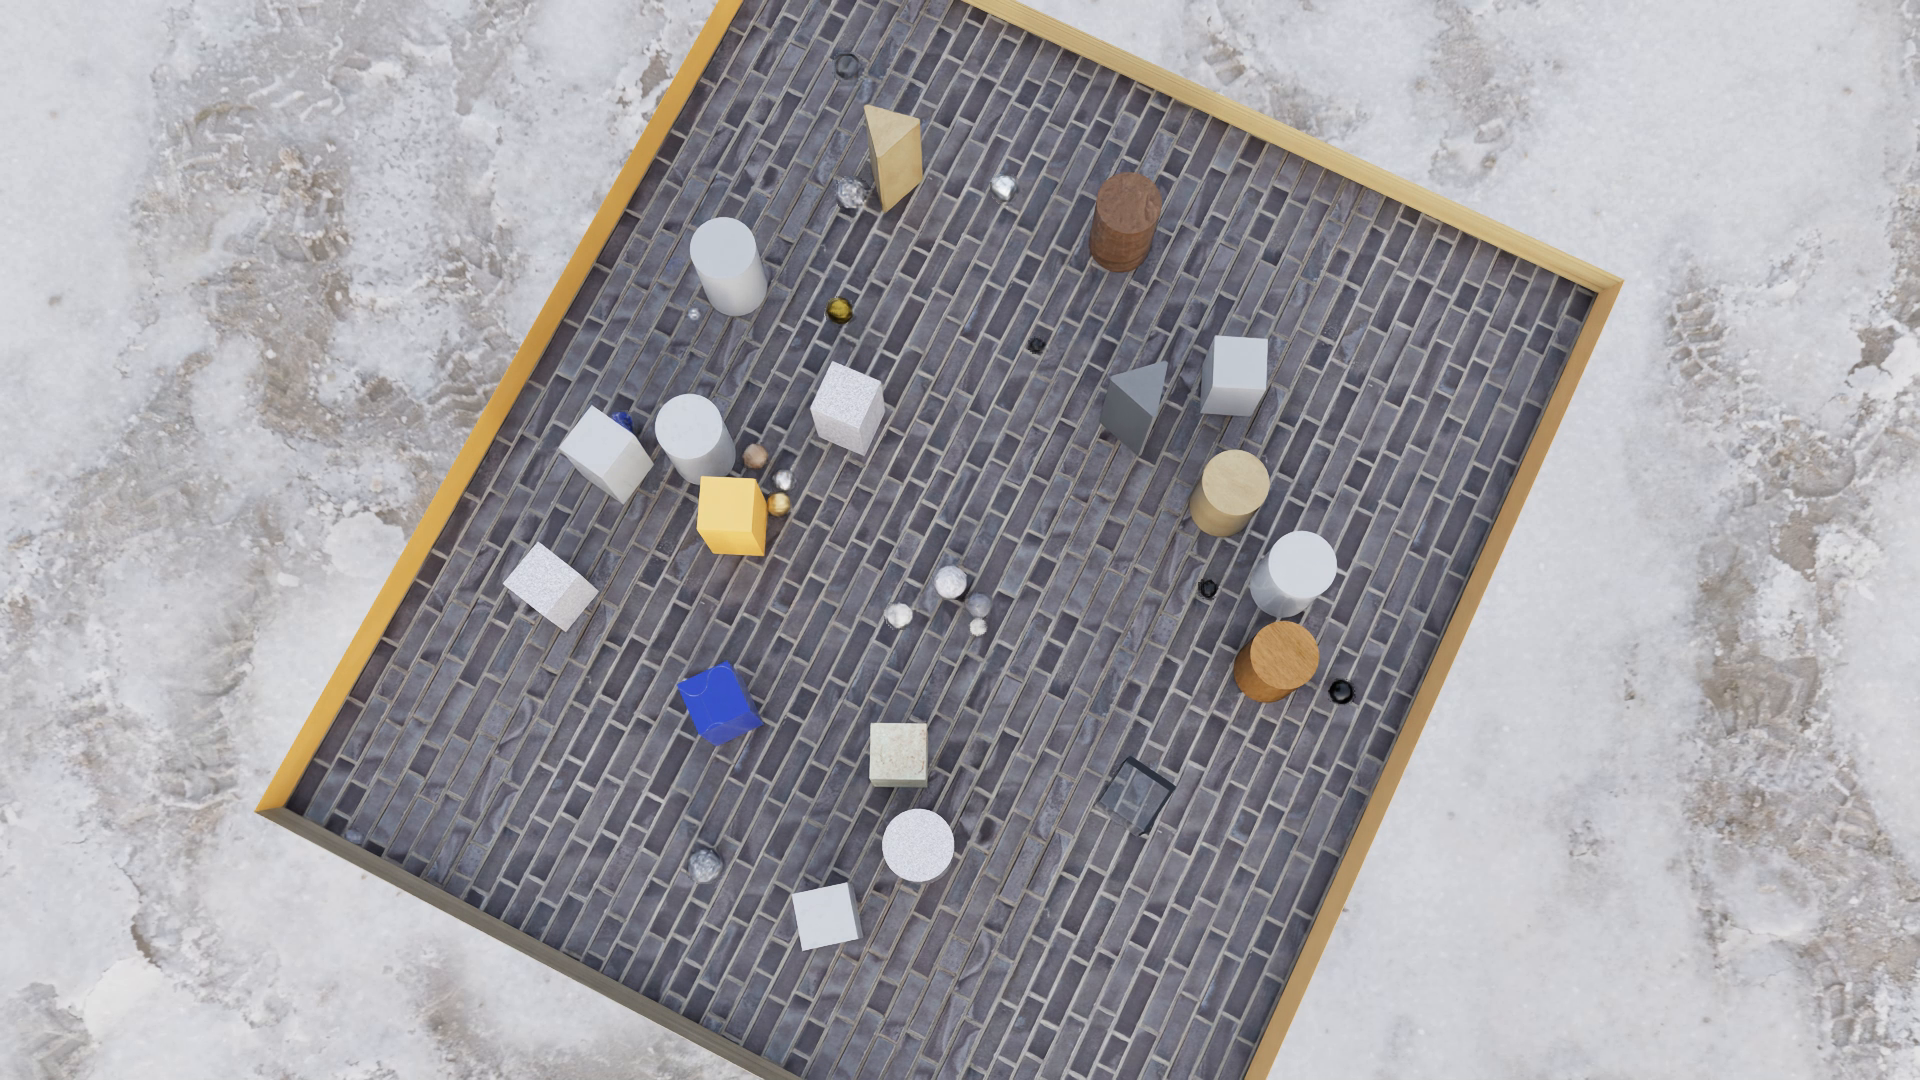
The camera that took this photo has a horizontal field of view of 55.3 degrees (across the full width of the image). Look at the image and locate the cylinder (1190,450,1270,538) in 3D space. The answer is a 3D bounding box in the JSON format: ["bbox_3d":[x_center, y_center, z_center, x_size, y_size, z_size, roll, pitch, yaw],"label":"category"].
[{"bbox_3d":[0.803,-0.136,5.486,0.196,0.311,0.196,0,78,0],"label":"cylinder"}]

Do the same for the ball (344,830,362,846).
[{"bbox_3d":[-1.792,0.881,5.408,0.052,0.052,0.052,0,78,0],"label":"ball"}]

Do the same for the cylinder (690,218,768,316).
[{"bbox_3d":[-0.706,-0.834,5.618,0.196,0.336,0.196,0,78,0],"label":"cylinder"}]

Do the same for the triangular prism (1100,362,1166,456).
[{"bbox_3d":[0.544,-0.414,5.471,0.170,0.454,0.147,43,81,8],"label":"triangular prism"}]

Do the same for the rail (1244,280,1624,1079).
[{"bbox_3d":[1.295,0.641,5.418,0.045,0.128,3.292,26,80,5],"label":"rail"}]

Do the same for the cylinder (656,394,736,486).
[{"bbox_3d":[-0.791,-0.298,5.508,0.196,0.333,0.196,0,78,0],"label":"cylinder"}]

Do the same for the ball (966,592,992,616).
[{"bbox_3d":[0.057,0.197,5.537,0.077,0.077,0.077,0,78,0],"label":"ball"}]

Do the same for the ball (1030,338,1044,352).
[{"bbox_3d":[0.242,-0.608,5.721,0.041,0.041,0.041,0,78,0],"label":"ball"}]

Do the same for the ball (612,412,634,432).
[{"bbox_3d":[-1.045,-0.356,5.651,0.076,0.076,0.076,0,78,0],"label":"ball"}]

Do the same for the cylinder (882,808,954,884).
[{"bbox_3d":[-0.114,0.876,5.213,0.196,0.435,0.196,0,78,0],"label":"cylinder"}]

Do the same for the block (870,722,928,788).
[{"bbox_3d":[-0.175,0.628,5.324,0.157,0.318,0.157,1,78,0],"label":"block"}]

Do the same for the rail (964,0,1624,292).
[{"bbox_3d":[0.725,-1.414,5.843,2.944,0.128,0.045,26,80,5],"label":"rail"}]

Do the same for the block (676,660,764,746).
[{"bbox_3d":[-0.693,0.480,5.330,0.157,0.367,0.157,-25,79,-5],"label":"block"}]

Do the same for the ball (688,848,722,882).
[{"bbox_3d":[-0.746,0.955,5.369,0.098,0.098,0.098,0,78,0],"label":"ball"}]

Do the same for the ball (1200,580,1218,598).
[{"bbox_3d":[0.755,0.149,5.559,0.052,0.052,0.052,0,78,0],"label":"ball"}]

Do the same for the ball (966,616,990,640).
[{"bbox_3d":[0.055,0.262,5.535,0.076,0.076,0.076,0,78,0],"label":"ball"}]

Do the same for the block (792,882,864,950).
[{"bbox_3d":[-0.376,1.077,5.242,0.157,0.298,0.157,-12,79,-2],"label":"block"}]

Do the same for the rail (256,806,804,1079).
[{"bbox_3d":[-0.725,1.428,5.255,2.944,0.128,0.045,26,80,5],"label":"rail"}]

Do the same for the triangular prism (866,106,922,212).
[{"bbox_3d":[-0.231,-1.195,5.642,0.170,0.434,0.147,-43,81,-8],"label":"triangular prism"}]

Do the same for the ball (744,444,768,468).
[{"bbox_3d":[-0.628,-0.257,5.631,0.077,0.077,0.077,0,78,0],"label":"ball"}]

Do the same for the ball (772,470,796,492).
[{"bbox_3d":[-0.539,-0.181,5.617,0.072,0.072,0.072,0,78,0],"label":"ball"}]

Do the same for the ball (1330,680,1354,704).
[{"bbox_3d":[1.142,0.455,5.485,0.074,0.074,0.074,0,78,0],"label":"ball"}]

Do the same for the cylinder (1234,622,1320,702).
[{"bbox_3d":[0.924,0.361,5.374,0.196,0.329,0.196,0,78,0],"label":"cylinder"}]

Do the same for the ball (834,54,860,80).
[{"bbox_3d":[-0.362,-1.521,5.889,0.084,0.084,0.084,0,78,0],"label":"ball"}]

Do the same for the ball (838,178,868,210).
[{"bbox_3d":[-0.340,-1.095,5.794,0.096,0.096,0.096,0,78,0],"label":"ball"}]

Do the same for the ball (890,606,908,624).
[{"bbox_3d":[-0.182,0.227,5.531,0.053,0.053,0.053,0,78,0],"label":"ball"}]

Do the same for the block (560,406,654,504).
[{"bbox_3d":[-1.055,-0.251,5.490,0.157,0.349,0.157,35,80,7],"label":"block"}]

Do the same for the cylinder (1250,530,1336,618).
[{"bbox_3d":[0.982,0.105,5.418,0.196,0.346,0.196,0,78,0],"label":"cylinder"}]

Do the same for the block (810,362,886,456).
[{"bbox_3d":[-0.335,-0.393,5.532,0.157,0.325,0.157,23,79,5],"label":"block"}]

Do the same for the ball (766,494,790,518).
[{"bbox_3d":[-0.554,-0.107,5.601,0.073,0.073,0.073,0,78,0],"label":"ball"}]

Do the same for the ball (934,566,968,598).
[{"bbox_3d":[-0.028,0.127,5.540,0.098,0.098,0.098,0,78,0],"label":"ball"}]

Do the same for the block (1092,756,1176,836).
[{"bbox_3d":[0.504,0.746,5.322,0.157,0.275,0.157,34,80,7],"label":"block"}]

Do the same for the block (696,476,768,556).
[{"bbox_3d":[-0.673,-0.068,5.449,0.157,0.355,0.157,3,78,1],"label":"block"}]

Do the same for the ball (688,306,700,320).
[{"bbox_3d":[-0.833,-0.710,5.743,0.041,0.041,0.041,0,78,0],"label":"ball"}]

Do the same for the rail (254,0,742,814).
[{"bbox_3d":[-1.295,-0.627,5.680,0.045,0.128,3.292,26,80,5],"label":"rail"}]

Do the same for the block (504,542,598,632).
[{"bbox_3d":[-1.210,0.142,5.438,0.157,0.291,0.157,37,81,7],"label":"block"}]

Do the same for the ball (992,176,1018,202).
[{"bbox_3d":[0.144,-1.113,5.805,0.082,0.082,0.082,0,78,0],"label":"ball"}]

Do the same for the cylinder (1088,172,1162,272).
[{"bbox_3d":[0.506,-0.975,5.647,0.196,0.335,0.196,0,78,0],"label":"cylinder"}]

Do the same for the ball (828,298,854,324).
[{"bbox_3d":[-0.374,-0.713,5.723,0.081,0.081,0.081,0,78,0],"label":"ball"}]

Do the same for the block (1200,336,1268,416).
[{"bbox_3d":[0.830,-0.496,5.569,0.157,0.293,0.157,4,78,1],"label":"block"}]
